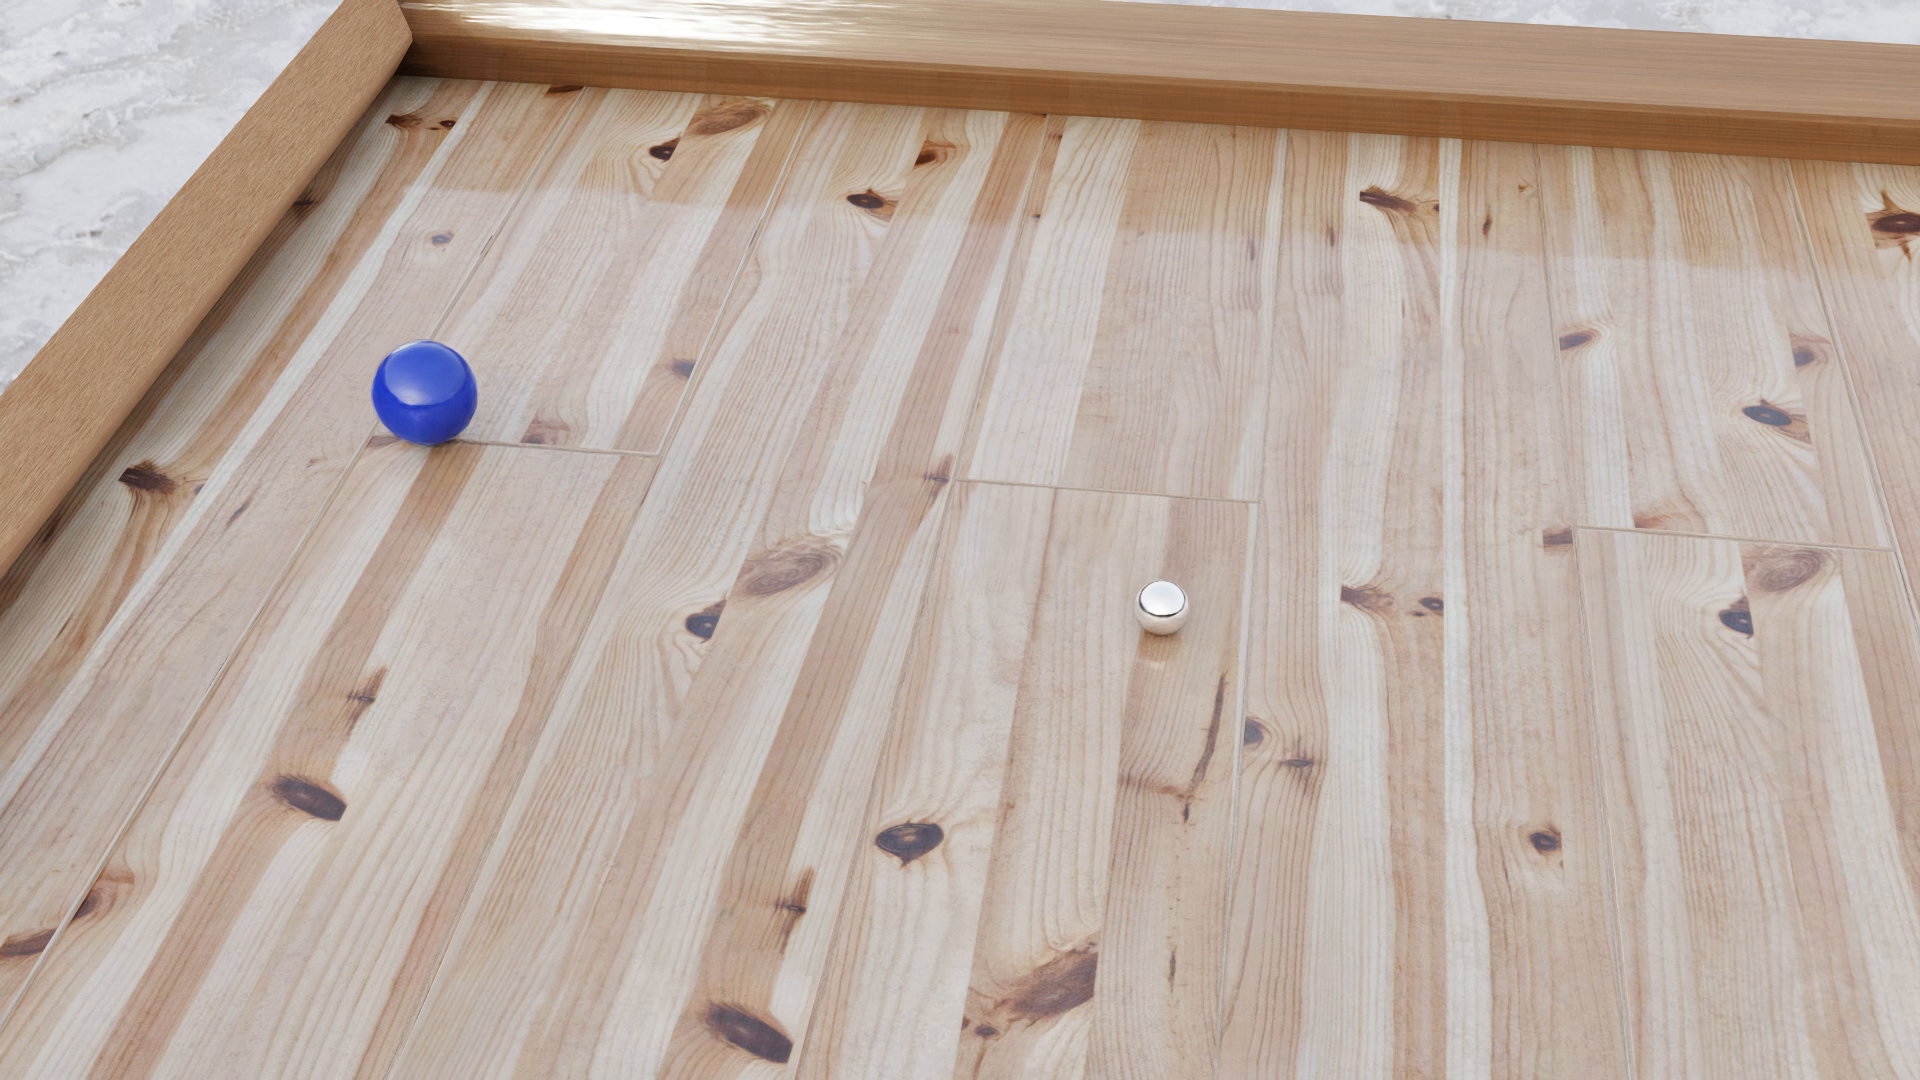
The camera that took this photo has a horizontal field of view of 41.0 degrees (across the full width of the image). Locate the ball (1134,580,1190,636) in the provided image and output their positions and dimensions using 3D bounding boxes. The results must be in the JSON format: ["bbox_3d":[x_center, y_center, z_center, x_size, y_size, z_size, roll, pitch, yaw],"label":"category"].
[{"bbox_3d":[0.152,0.051,1.930,0.042,0.042,0.042,0,34,0],"label":"ball"}]

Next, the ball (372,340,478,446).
[{"bbox_3d":[-0.446,-0.123,2.143,0.087,0.087,0.087,0,34,0],"label":"ball"}]

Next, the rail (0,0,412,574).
[{"bbox_3d":[-0.712,-0.078,2.041,0.045,0.128,1.714,5,35,7],"label":"rail"}]

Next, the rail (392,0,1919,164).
[{"bbox_3d":[0.851,-0.429,2.555,2.969,0.128,0.045,5,35,7],"label":"rail"}]
